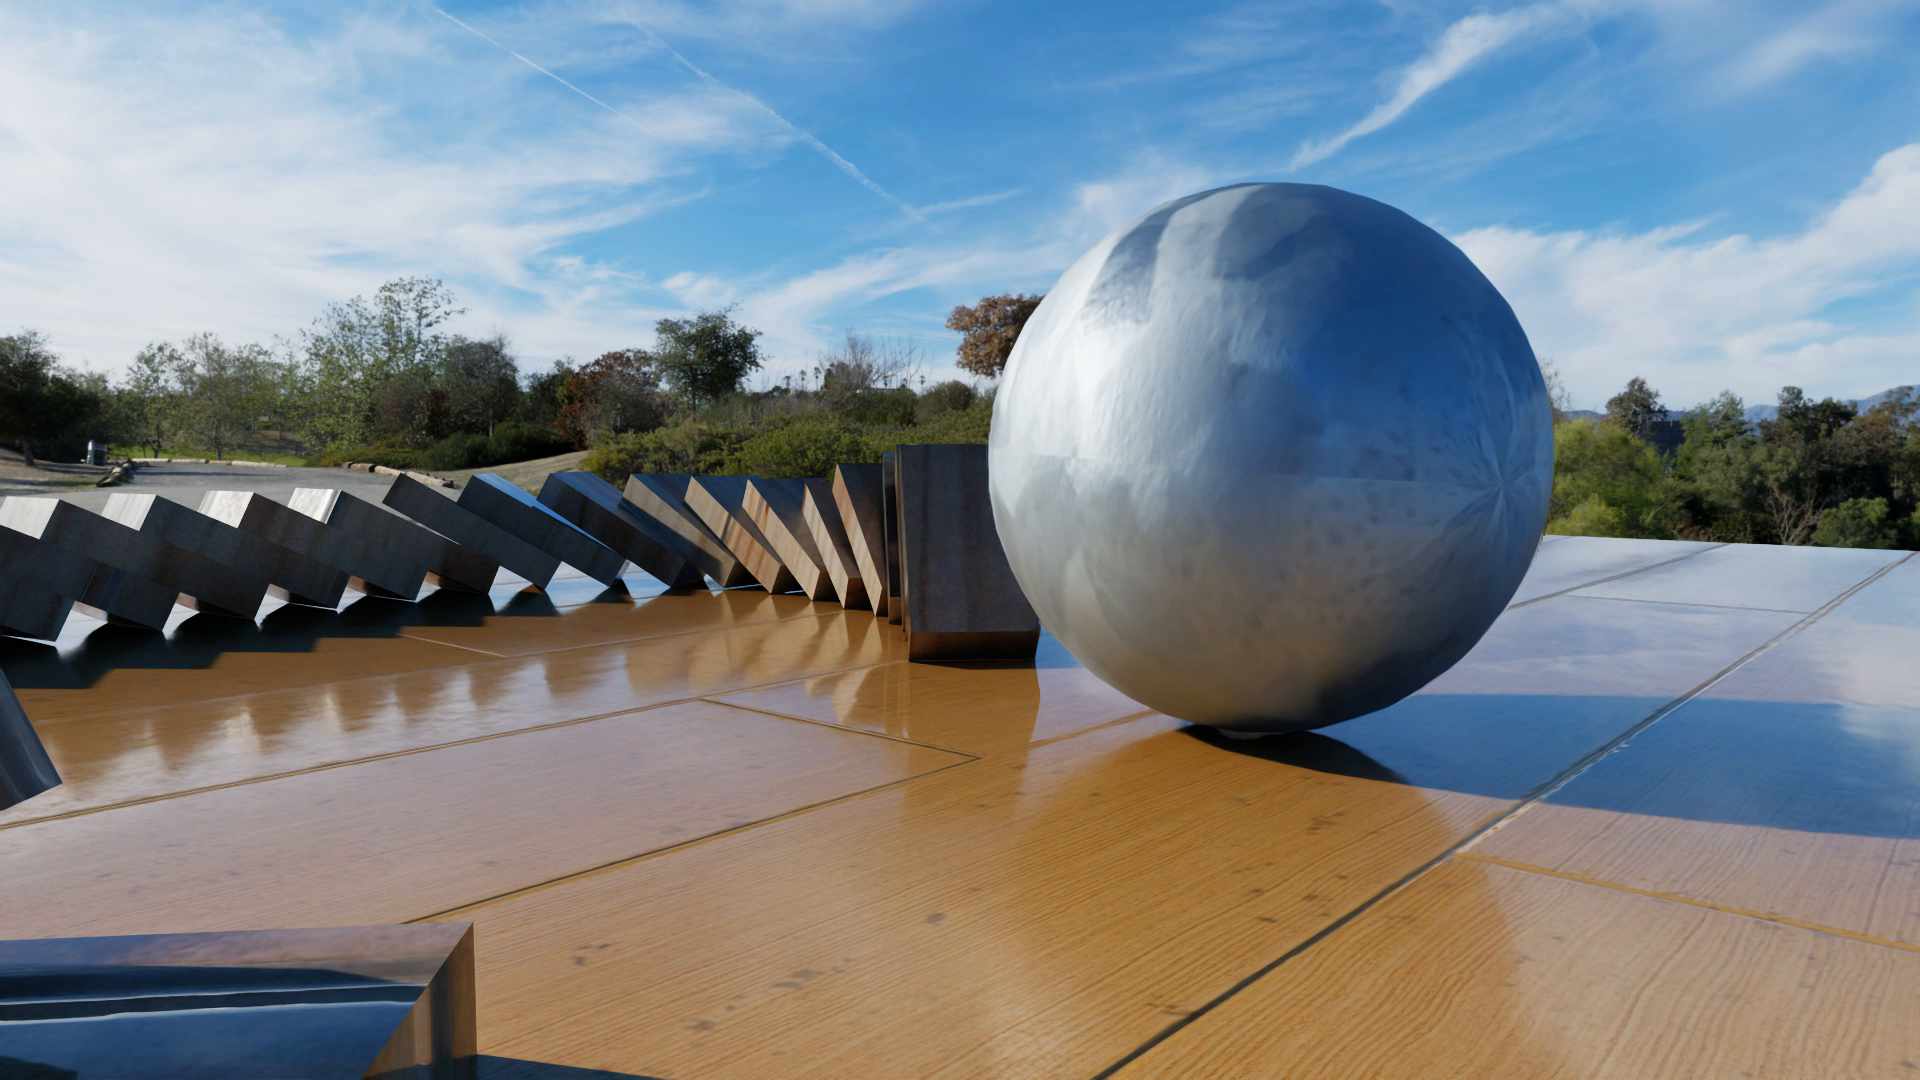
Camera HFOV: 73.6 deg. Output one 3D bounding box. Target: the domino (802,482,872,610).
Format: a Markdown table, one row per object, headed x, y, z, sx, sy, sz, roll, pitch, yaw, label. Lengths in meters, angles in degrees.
| x | y | z | sx | sy | sz | roll | pitch | yaw | label |
| --- | --- | --- | --- | --- | --- | --- | --- | --- | --- |
| -0.025 | 0.000 | 0.352 | 0.025 | 0.009 | 0.050 | -2 | 32 | -21 | domino |

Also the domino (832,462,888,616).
| x | y | z | sx | sy | sz | roll | pitch | yaw | label |
| --- | --- | --- | --- | --- | --- | --- | --- | --- | --- |
| -0.015 | -0.001 | 0.336 | 0.025 | 0.010 | 0.050 | -2 | 41 | -21 | domino |

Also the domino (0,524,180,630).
| x | y | z | sx | sy | sz | roll | pitch | yaw | label |
| --- | --- | --- | --- | --- | --- | --- | --- | --- | --- |
| -0.203 | 0.006 | 0.281 | 0.025 | 0.009 | 0.050 | 3 | -22 | 32 | domino |

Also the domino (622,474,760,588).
| x | y | z | sx | sy | sz | roll | pitch | yaw | label |
| --- | --- | --- | --- | --- | --- | --- | --- | --- | --- |
| -0.078 | -0.004 | 0.395 | 0.050 | 0.010 | 0.025 | 36 | 21 | 27 | domino |

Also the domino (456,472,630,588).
| x | y | z | sx | sy | sz | roll | pitch | yaw | label |
| --- | --- | --- | --- | --- | --- | --- | --- | --- | --- |
| -0.124 | -0.003 | 0.389 | 0.050 | 0.009 | 0.025 | 30 | 0 | -8 | domino |

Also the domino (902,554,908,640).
| x | y | z | sx | sy | sz | roll | pitch | yaw | label |
| --- | --- | --- | --- | --- | --- | --- | --- | --- | --- |
| 0.000 | -0.001 | 0.292 | 0.025 | 0.050 | 0.009 | 0 | -40 | -5 | domino |

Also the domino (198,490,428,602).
| x | y | z | sx | sy | sz | roll | pitch | yaw | label |
| --- | --- | --- | --- | --- | --- | --- | --- | --- | --- |
| -0.169 | 0.002 | 0.336 | 0.025 | 0.009 | 0.050 | 3 | -21 | 37 | domino |

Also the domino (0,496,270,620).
| x | y | z | sx | sy | sz | roll | pitch | yaw | label |
| --- | --- | --- | --- | --- | --- | --- | --- | --- | --- |
| -0.193 | 0.005 | 0.300 | 0.025 | 0.009 | 0.050 | 3 | -21 | 32 | domino |

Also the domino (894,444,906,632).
| x | y | z | sx | sy | sz | roll | pitch | yaw | label |
| --- | --- | --- | --- | --- | --- | --- | --- | --- | --- |
| -0.002 | -0.001 | 0.305 | 0.025 | 0.050 | 0.010 | 0 | -40 | -6 | domino |

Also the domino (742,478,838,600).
| x | y | z | sx | sy | sz | roll | pitch | yaw | label |
| --- | --- | --- | --- | --- | --- | --- | --- | --- | --- |
| -0.041 | -0.001 | 0.370 | 0.025 | 0.010 | 0.050 | -3 | 33 | -34 | domino |

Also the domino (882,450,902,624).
| x | y | z | sx | sy | sz | roll | pitch | yaw | label |
| --- | --- | --- | --- | --- | --- | --- | --- | --- | --- |
| -0.006 | -0.002 | 0.319 | 0.025 | 0.010 | 0.050 | 0 | 47 | -6 | domino |

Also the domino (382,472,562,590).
| x | y | z | sx | sy | sz | roll | pitch | yaw | label |
| --- | --- | --- | --- | --- | --- | --- | --- | --- | --- |
| -0.143 | -0.003 | 0.377 | 0.050 | 0.009 | 0.025 | 32 | -9 | -22 | domino |

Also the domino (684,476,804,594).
| x | y | z | sx | sy | sz | roll | pitch | yaw | label |
| --- | --- | --- | --- | --- | --- | --- | --- | --- | --- |
| -0.059 | -0.003 | 0.384 | 0.025 | 0.010 | 0.050 | -3 | 34 | -45 | domino |

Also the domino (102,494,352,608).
| x | y | z | sx | sy | sz | roll | pitch | yaw | label |
| --- | --- | --- | --- | --- | --- | --- | --- | --- | --- |
| -0.182 | 0.003 | 0.319 | 0.025 | 0.009 | 0.050 | 3 | -21 | 37 | domino |

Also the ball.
| x | y | z | sx | sy | sz | roll | pitch | yaw | label |
| --- | --- | --- | --- | --- | --- | --- | --- | --- | --- |
| 0.044 | -0.012 | 0.190 | 0.080 | 0.080 | 0.080 | 0 | 4 | 0 | ball |

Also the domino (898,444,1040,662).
| x | y | z | sx | sy | sz | roll | pitch | yaw | label |
| --- | --- | --- | --- | --- | --- | --- | --- | --- | --- |
| 0.001 | 0.002 | 0.265 | 0.025 | 0.050 | 0.009 | 0 | -40 | -6 | domino |

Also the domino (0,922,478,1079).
| x | y | z | sx | sy | sz | roll | pitch | yaw | label |
| --- | --- | --- | --- | --- | --- | --- | --- | --- | --- |
| -0.057 | 0.032 | 0.074 | 0.050 | 0.009 | 0.025 | 0 | 4 | -6 | domino |

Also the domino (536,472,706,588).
| x | y | z | sx | sy | sz | roll | pitch | yaw | label |
| --- | --- | --- | --- | --- | --- | --- | --- | --- | --- |
| -0.102 | -0.004 | 0.395 | 0.050 | 0.010 | 0.025 | 32 | 9 | 7 | domino |

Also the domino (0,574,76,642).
| x | y | z | sx | sy | sz | roll | pitch | yaw | label |
| --- | --- | --- | --- | --- | --- | --- | --- | --- | --- |
| -0.214 | 0.007 | 0.261 | 0.025 | 0.010 | 0.050 | 1 | -22 | 31 | domino |

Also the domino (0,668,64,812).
| x | y | z | sx | sy | sz | roll | pitch | yaw | label |
| --- | --- | --- | --- | --- | --- | --- | --- | --- | --- |
| -0.082 | 0.023 | 0.070 | 0.050 | 0.010 | 0.025 | -24 | 7 | -6 | domino |

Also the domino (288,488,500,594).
| x | y | z | sx | sy | sz | roll | pitch | yaw | label |
| --- | --- | --- | --- | --- | --- | --- | --- | --- | --- |
| -0.156 | 0.001 | 0.354 | 0.025 | 0.009 | 0.050 | 3 | -21 | 38 | domino |
